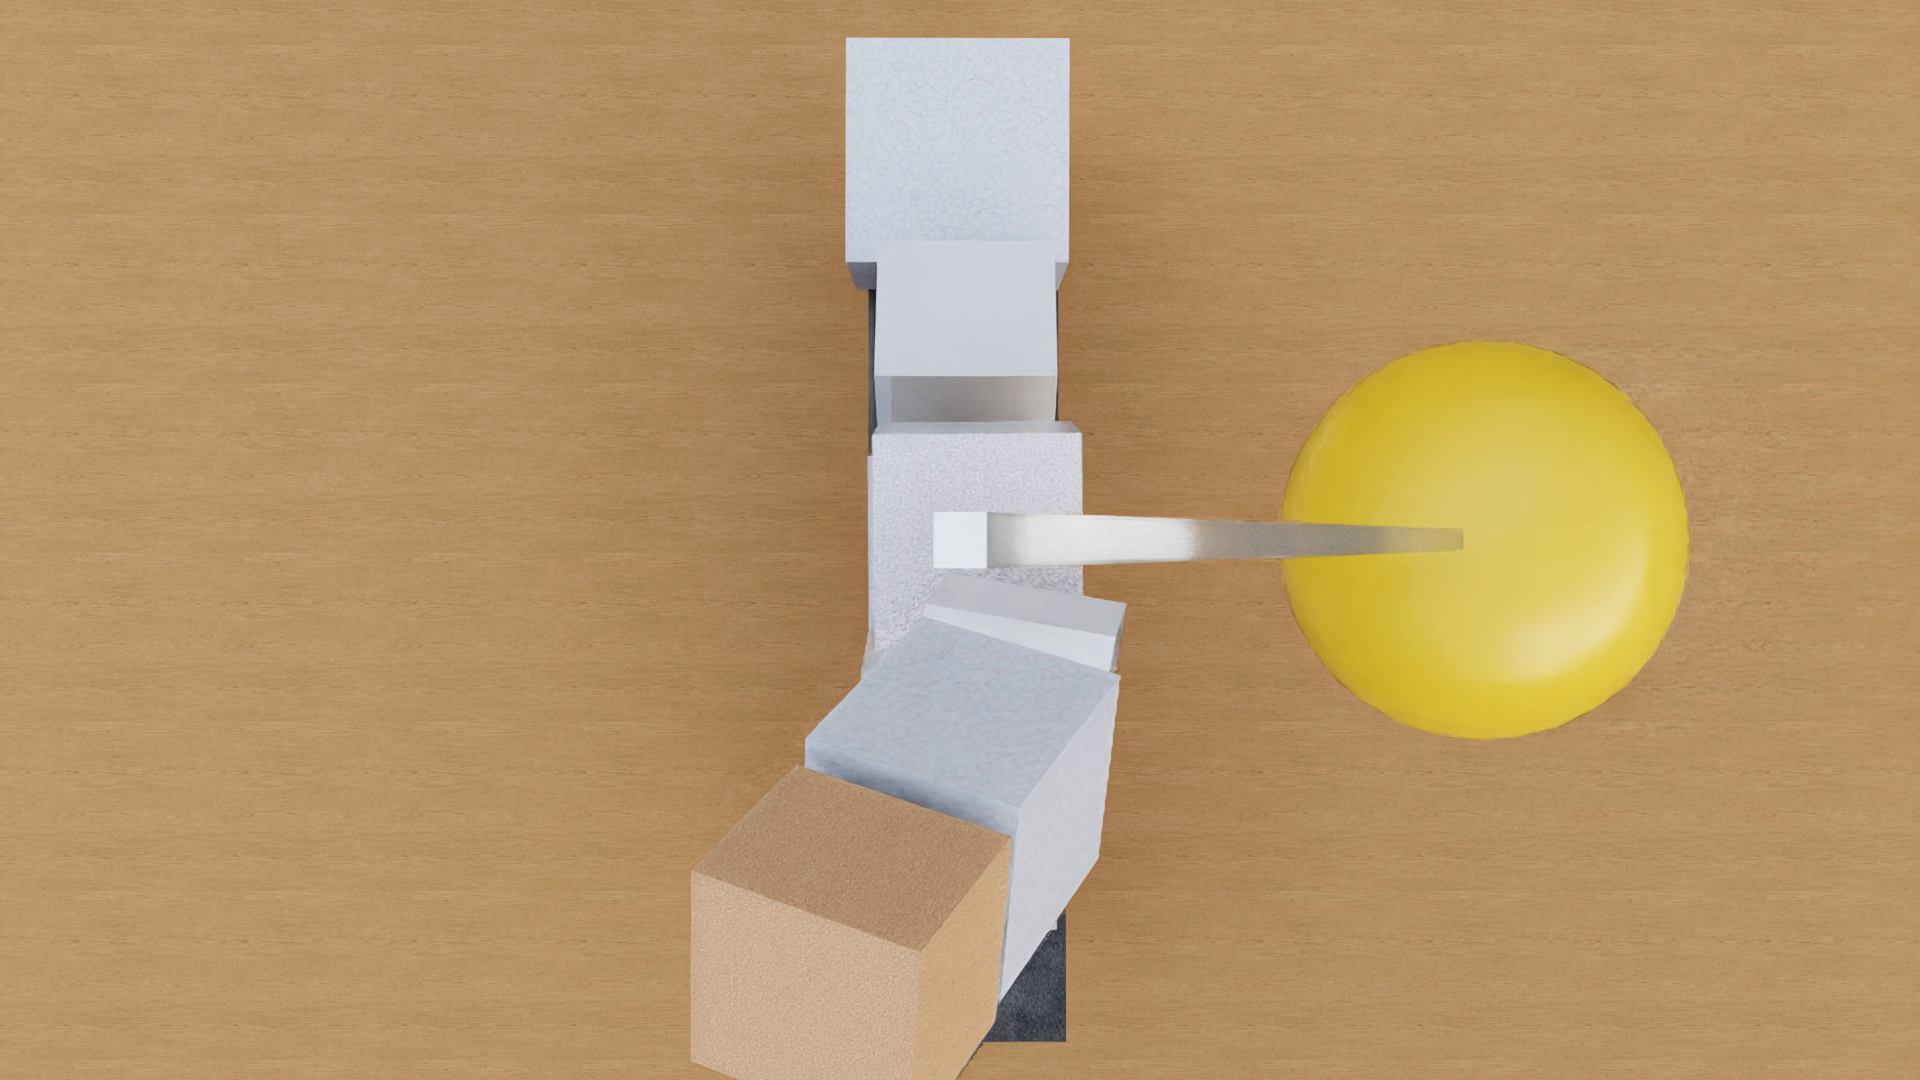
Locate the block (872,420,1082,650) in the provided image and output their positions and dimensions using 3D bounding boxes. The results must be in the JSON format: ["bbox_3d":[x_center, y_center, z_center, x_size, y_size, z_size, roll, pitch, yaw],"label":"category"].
[{"bbox_3d":[0.075,-0.037,9.683,0.880,0.825,0.918,-1,97,0],"label":"block"}]

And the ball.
[{"bbox_3d":[2.074,0.000,8.782,1.600,1.600,1.600,0,90,0],"label":"ball"}]

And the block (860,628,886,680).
[{"bbox_3d":[-0.003,0.994,10.631,0.909,0.933,0.947,0,101,0],"label":"block"}]

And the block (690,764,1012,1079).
[{"bbox_3d":[-0.338,1.258,6.761,0.754,0.630,0.735,16,121,20],"label":"block"}]

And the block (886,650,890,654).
[{"bbox_3d":[0.054,0.093,10.542,0.785,0.851,0.798,0,97,0],"label":"block"}]

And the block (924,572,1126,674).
[{"bbox_3d":[0.209,0.597,8.420,0.710,0.591,0.734,10,102,7],"label":"block"}]

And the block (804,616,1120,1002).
[{"bbox_3d":[0.001,0.891,7.490,0.751,0.876,0.784,16,121,20],"label":"block"}]

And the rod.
[{"bbox_3d":[0.899,0.000,5.592,0.080,5.200,0.080,0,90,20],"label":"rod"}]

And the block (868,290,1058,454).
[{"bbox_3d":[0.018,-0.849,12.481,1.033,1.038,1.138,0,90,0],"label":"block"}]

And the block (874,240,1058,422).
[{"bbox_3d":[0.029,-0.894,10.720,0.848,0.810,0.788,0,60,0],"label":"block"}]

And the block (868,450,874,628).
[{"bbox_3d":[0.025,0.014,11.479,0.964,1.029,0.990,0,97,0],"label":"block"}]

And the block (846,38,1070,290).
[{"bbox_3d":[-0.012,-1.900,11.301,1.089,1.176,1.091,0,90,0],"label":"block"}]

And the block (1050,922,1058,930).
[{"bbox_3d":[0.018,1.280,9.854,0.787,0.702,0.737,-2,101,0],"label":"block"}]

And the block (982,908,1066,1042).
[{"bbox_3d":[0.009,1.999,11.396,1.041,0.841,1.014,0,90,0],"label":"block"}]
